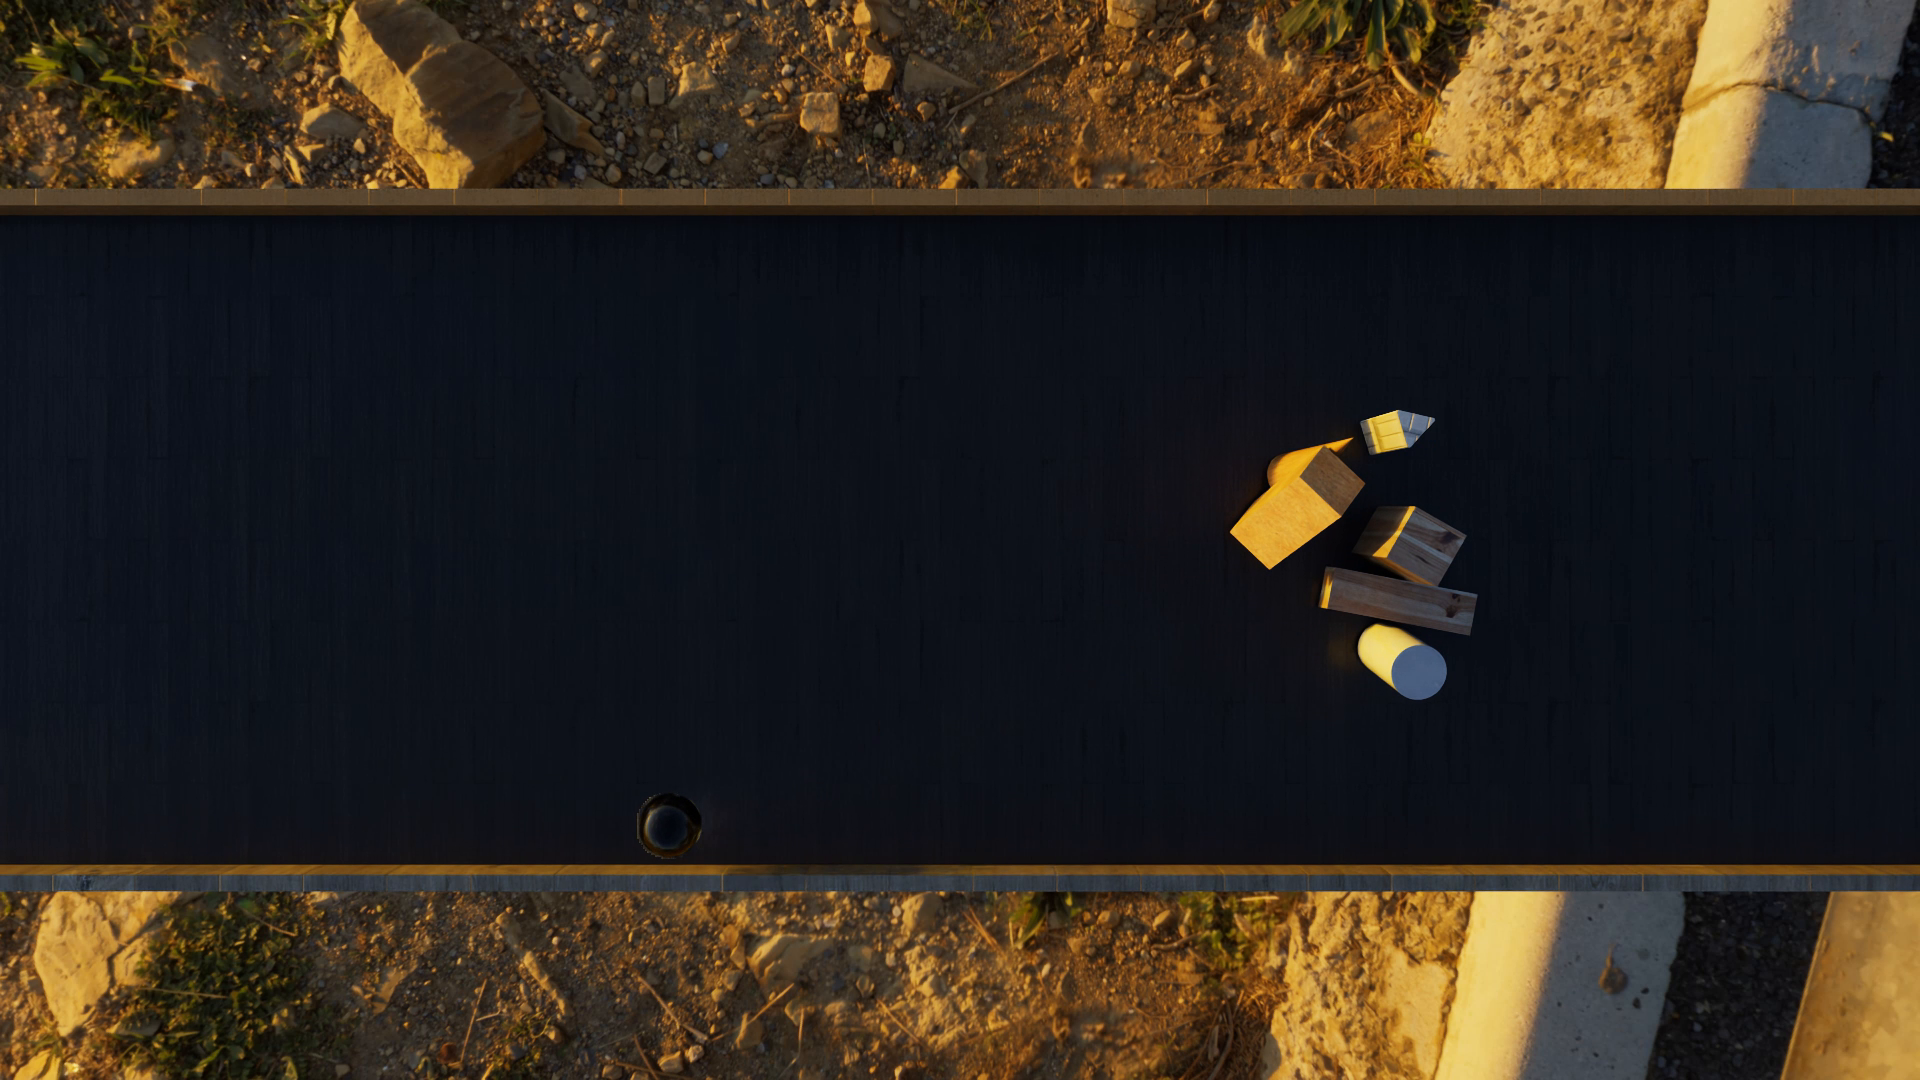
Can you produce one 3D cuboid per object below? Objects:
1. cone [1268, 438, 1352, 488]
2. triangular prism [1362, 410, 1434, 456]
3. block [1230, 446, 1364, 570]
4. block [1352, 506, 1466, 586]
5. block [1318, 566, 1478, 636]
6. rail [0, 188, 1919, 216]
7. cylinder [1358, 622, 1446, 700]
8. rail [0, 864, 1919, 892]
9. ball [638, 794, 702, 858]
[{"bbox_3d":[1.067,-0.241,4.869,0.160,0.382,0.160,5,73,-16],"label":"cone"},{"bbox_3d":[1.267,-0.333,4.861,0.093,0.430,0.108,43,90,0],"label":"triangular prism"},{"bbox_3d":[0.994,-0.094,4.878,0.165,0.370,0.165,43,55,0],"label":"block"},{"bbox_3d":[1.313,0.013,4.853,0.165,0.443,0.165,30,92,0],"label":"block"},{"bbox_3d":[1.328,0.184,5.013,0.436,0.126,0.126,11,90,0],"label":"block"},{"bbox_3d":[-2.247,-1.025,5.002,12.000,0.150,0.050,0,90,0],"label":"rail"},{"bbox_3d":[1.306,0.353,4.890,0.161,0.353,0.161,0,98,-2],"label":"cylinder"},{"bbox_3d":[-2.247,1.025,5.001,12.000,0.150,0.050,0,90,0],"label":"rail"},{"bbox_3d":[-0.875,0.861,4.982,0.189,0.189,0.189,0,90,0],"label":"ball"}]
